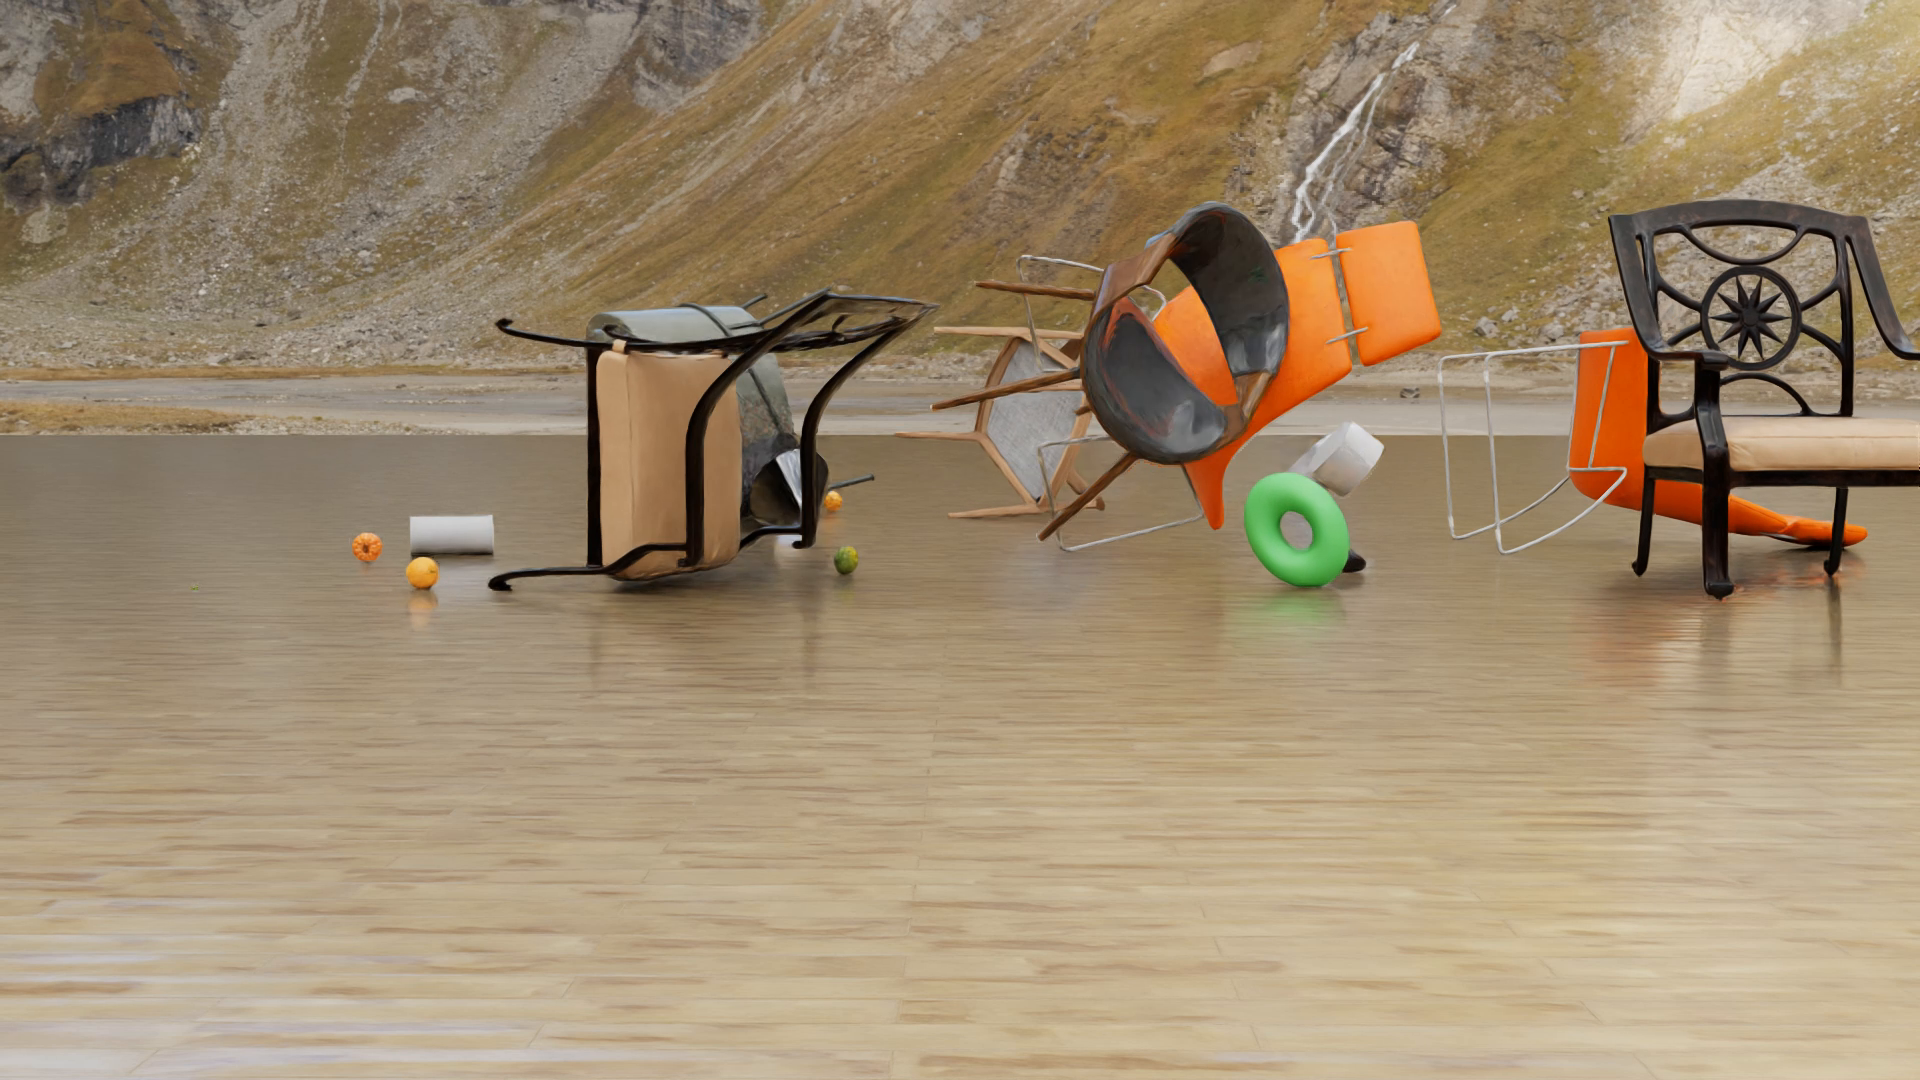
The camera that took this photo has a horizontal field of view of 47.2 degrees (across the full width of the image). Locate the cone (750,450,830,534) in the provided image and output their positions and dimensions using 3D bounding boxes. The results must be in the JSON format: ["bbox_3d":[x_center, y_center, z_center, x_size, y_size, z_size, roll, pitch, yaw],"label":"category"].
[{"bbox_3d":[-0.492,-0.087,6.844,0.267,0.312,0.234,-2,38,-26],"label":"cone"}]

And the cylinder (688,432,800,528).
[{"bbox_3d":[-0.689,-0.190,7.099,0.304,0.186,0.320,-19,26,20],"label":"cylinder"}]

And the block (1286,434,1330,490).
[{"bbox_3d":[1.385,-0.285,8.353,0.235,0.139,0.245,-29,-14,-44],"label":"block"}]

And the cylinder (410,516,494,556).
[{"bbox_3d":[-1.380,-0.012,5.972,0.219,0.109,0.085,-1,-28,-15],"label":"cylinder"}]

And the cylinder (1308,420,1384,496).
[{"bbox_3d":[1.355,-0.288,7.734,0.141,0.228,0.278,36,-16,-4],"label":"cylinder"}]

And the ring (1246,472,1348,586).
[{"bbox_3d":[0.765,-0.023,4.998,0.220,0.282,0.109,-36,-7,23],"label":"ring"}]
